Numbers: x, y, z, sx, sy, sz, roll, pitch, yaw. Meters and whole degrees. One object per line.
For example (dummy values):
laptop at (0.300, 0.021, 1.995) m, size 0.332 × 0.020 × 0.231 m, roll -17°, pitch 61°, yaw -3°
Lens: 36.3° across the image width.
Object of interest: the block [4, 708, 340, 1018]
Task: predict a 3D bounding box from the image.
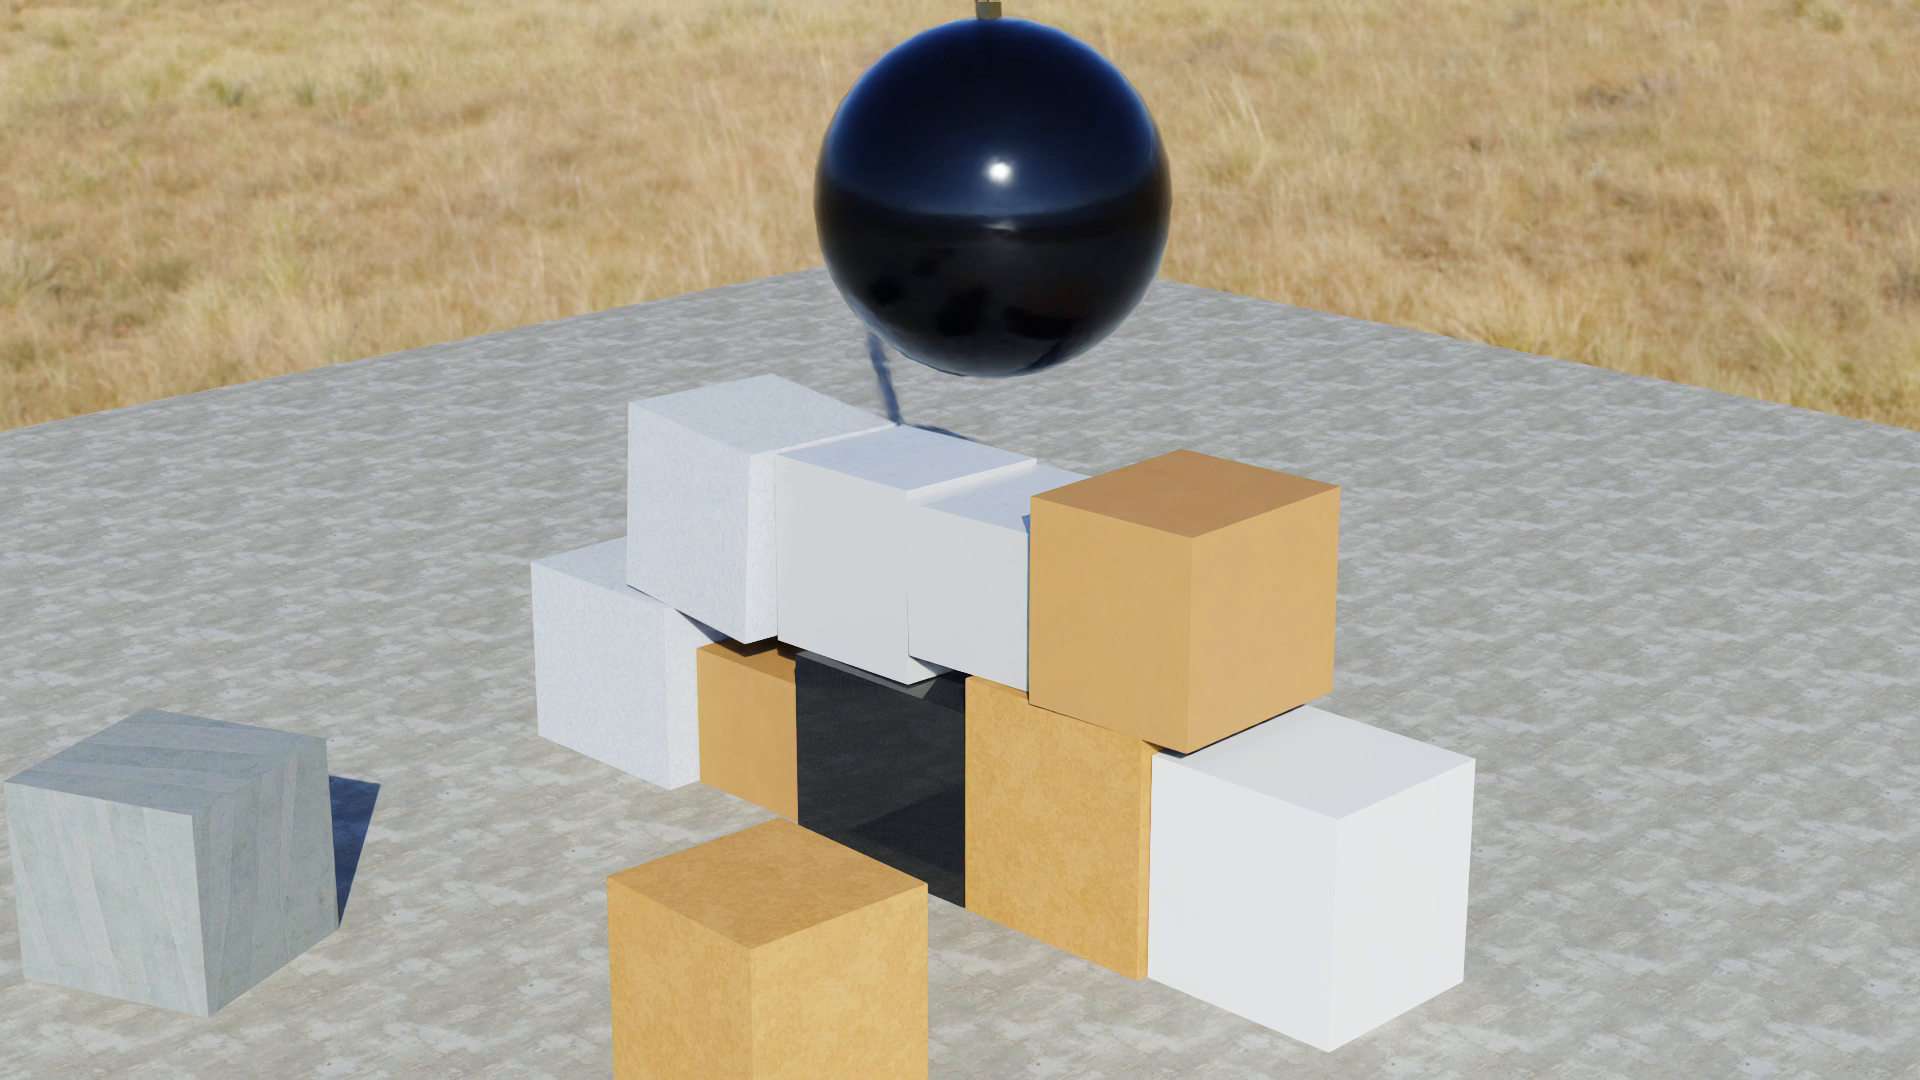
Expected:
block at (-3.352, 1.356, 12.535) m, size 0.949 × 0.897 × 0.935 m, roll 7°, pitch 19°, yaw 22°

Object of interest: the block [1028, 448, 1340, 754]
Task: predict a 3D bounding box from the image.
block at (0.948, 0.234, 12.409) m, size 0.859 × 0.919 × 1.000 m, roll 16°, pitch 23°, yaw 40°

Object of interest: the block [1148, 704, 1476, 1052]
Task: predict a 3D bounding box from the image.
block at (1.462, 1.379, 12.271) m, size 0.913 × 1.011 × 0.971 m, roll -17°, pitch 24°, yaw -42°

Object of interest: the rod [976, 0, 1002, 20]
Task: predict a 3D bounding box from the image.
rod at (0.063, -4.733, 11.920) m, size 0.080 × 5.200 × 0.080 m, roll 17°, pitch 26°, yaw 42°

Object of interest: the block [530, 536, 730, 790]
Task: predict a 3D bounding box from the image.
block at (-1.429, 0.559, 14.998) m, size 1.056 × 0.940 × 1.059 m, roll -17°, pitch 24°, yaw -42°

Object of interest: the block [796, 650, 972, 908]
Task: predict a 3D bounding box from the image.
block at (-0.026, 0.983, 13.671) m, size 0.981 × 0.928 × 1.102 m, roll -17°, pitch 24°, yaw -42°

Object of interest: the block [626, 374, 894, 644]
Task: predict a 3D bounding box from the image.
block at (-0.977, -0.172, 14.227) m, size 0.875 × 0.937 × 0.953 m, roll -15°, pitch 27°, yaw -39°

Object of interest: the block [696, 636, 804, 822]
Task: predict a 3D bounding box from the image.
block at (-0.724, 0.878, 14.384) m, size 0.727 × 0.700 × 0.873 m, roll -17°, pitch 24°, yaw -42°

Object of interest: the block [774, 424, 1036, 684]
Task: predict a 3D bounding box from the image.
block at (-0.252, 0.047, 13.604) m, size 0.813 × 0.901 × 0.894 m, roll -15°, pitch 22°, yaw -42°

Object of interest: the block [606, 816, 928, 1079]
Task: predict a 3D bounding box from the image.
block at (-0.731, 1.739, 11.216) m, size 0.852 × 0.956 × 0.873 m, roll -15°, pitch 23°, yaw -40°

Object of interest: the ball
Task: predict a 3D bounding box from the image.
ball at (0.144, -1.515, 13.017) m, size 1.600 × 1.600 × 1.600 m, roll 0°, pitch 17°, yaw 0°

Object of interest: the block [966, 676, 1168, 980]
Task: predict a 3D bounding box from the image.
block at (0.749, 1.125, 12.935) m, size 1.023 × 1.097 × 1.026 m, roll 17°, pitch 24°, yaw 42°

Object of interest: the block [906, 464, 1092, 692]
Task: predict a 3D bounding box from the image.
block at (0.343, 0.156, 13.009) m, size 0.777 × 0.710 × 0.855 m, roll 15°, pitch 23°, yaw 43°
